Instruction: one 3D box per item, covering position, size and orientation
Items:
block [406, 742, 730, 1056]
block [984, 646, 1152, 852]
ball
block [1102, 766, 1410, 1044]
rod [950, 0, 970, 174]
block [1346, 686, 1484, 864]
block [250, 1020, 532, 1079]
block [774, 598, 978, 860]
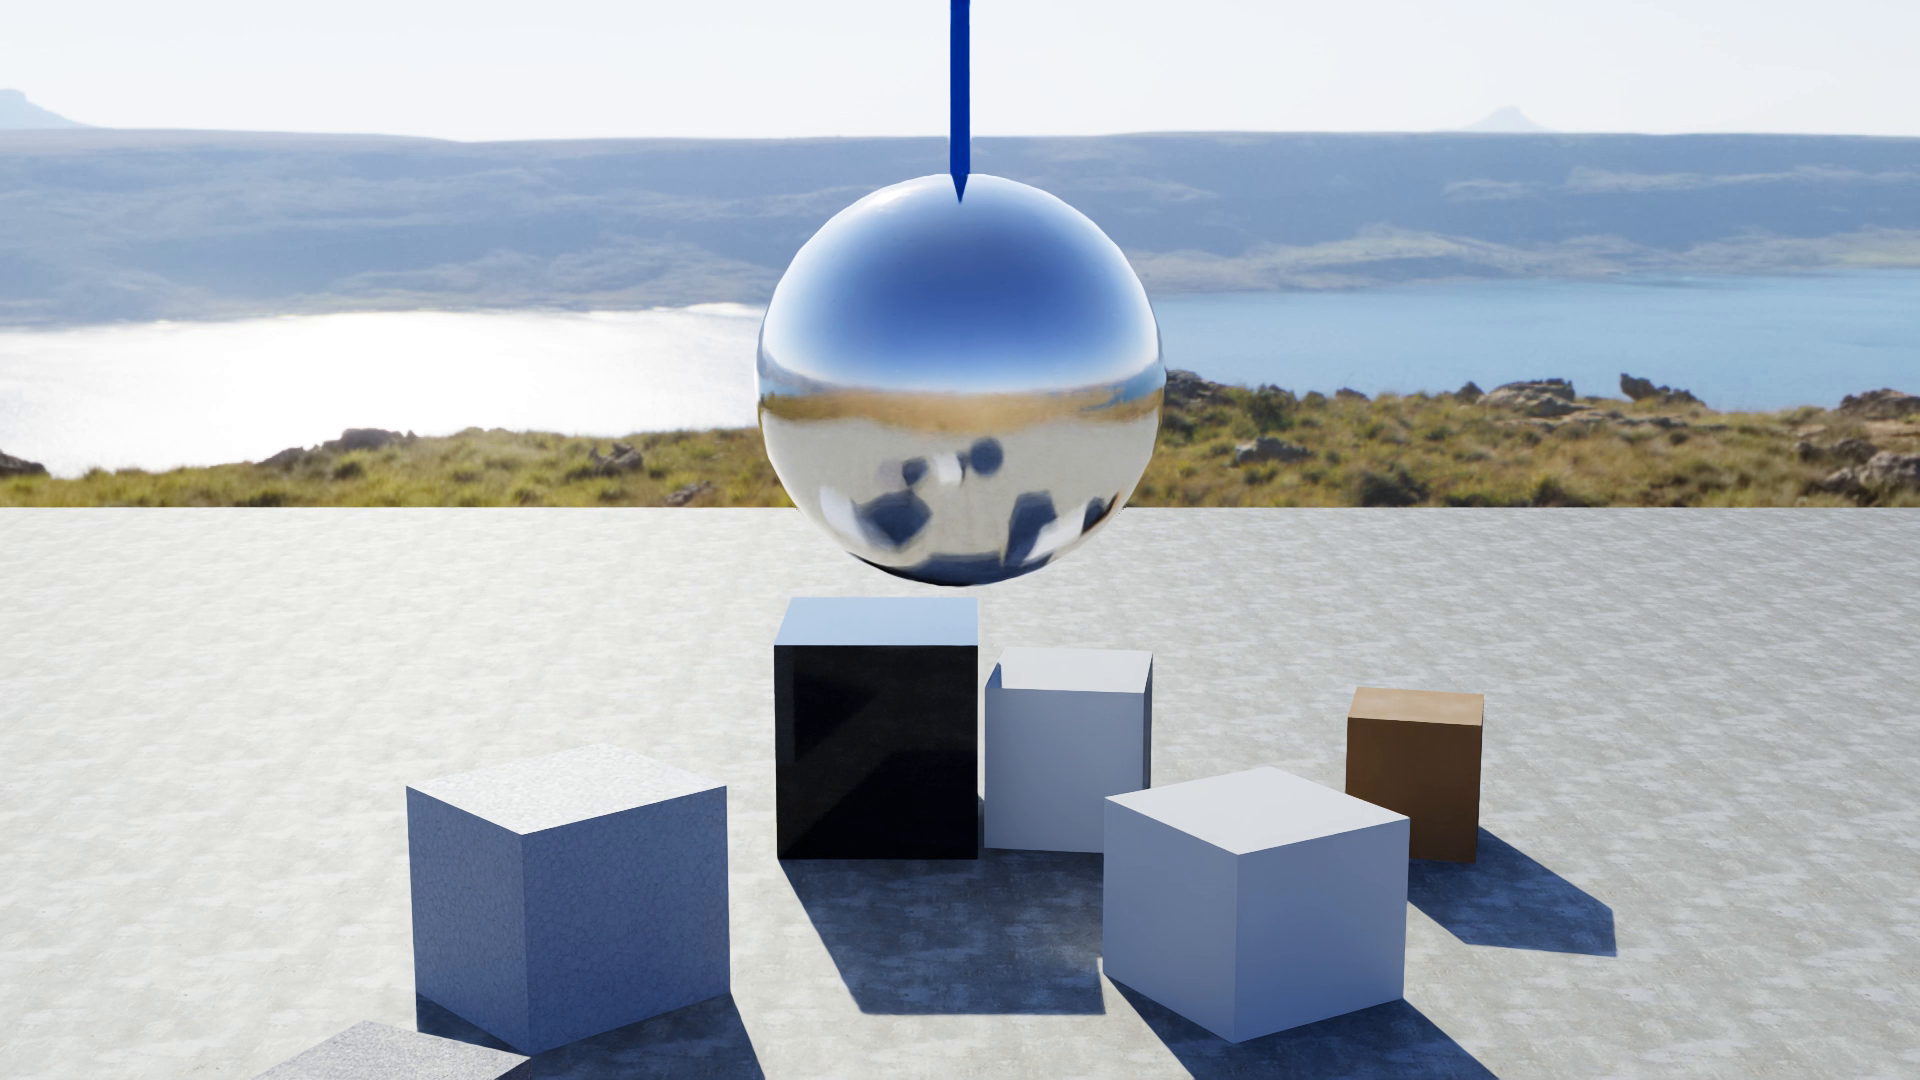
[{"bbox_3d":[-1.617,1.446,9.108,0.969,0.895,0.894,-9,14,-42],"label":"block"},{"bbox_3d":[0.574,1.069,11.372,0.789,0.829,0.908,1,10,8],"label":"block"},{"bbox_3d":[0.000,-0.617,8.555,1.600,1.600,1.600,0,10,0],"label":"ball"},{"bbox_3d":[1.224,1.491,9.191,0.897,0.777,0.888,-6,12,-31],"label":"block"},{"bbox_3d":[0.000,-3.915,9.379,0.080,5.200,0.080,0,-14,0],"label":"rod"},{"bbox_3d":[2.303,1.177,11.136,0.644,0.700,0.635,3,11,14],"label":"block"},{"bbox_3d":[-1.786,1.978,6.761,0.667,0.688,0.676,5,11,26],"label":"block"},{"bbox_3d":[-0.407,0.943,11.339,0.994,1.087,1.138,0,10,0],"label":"block"}]
